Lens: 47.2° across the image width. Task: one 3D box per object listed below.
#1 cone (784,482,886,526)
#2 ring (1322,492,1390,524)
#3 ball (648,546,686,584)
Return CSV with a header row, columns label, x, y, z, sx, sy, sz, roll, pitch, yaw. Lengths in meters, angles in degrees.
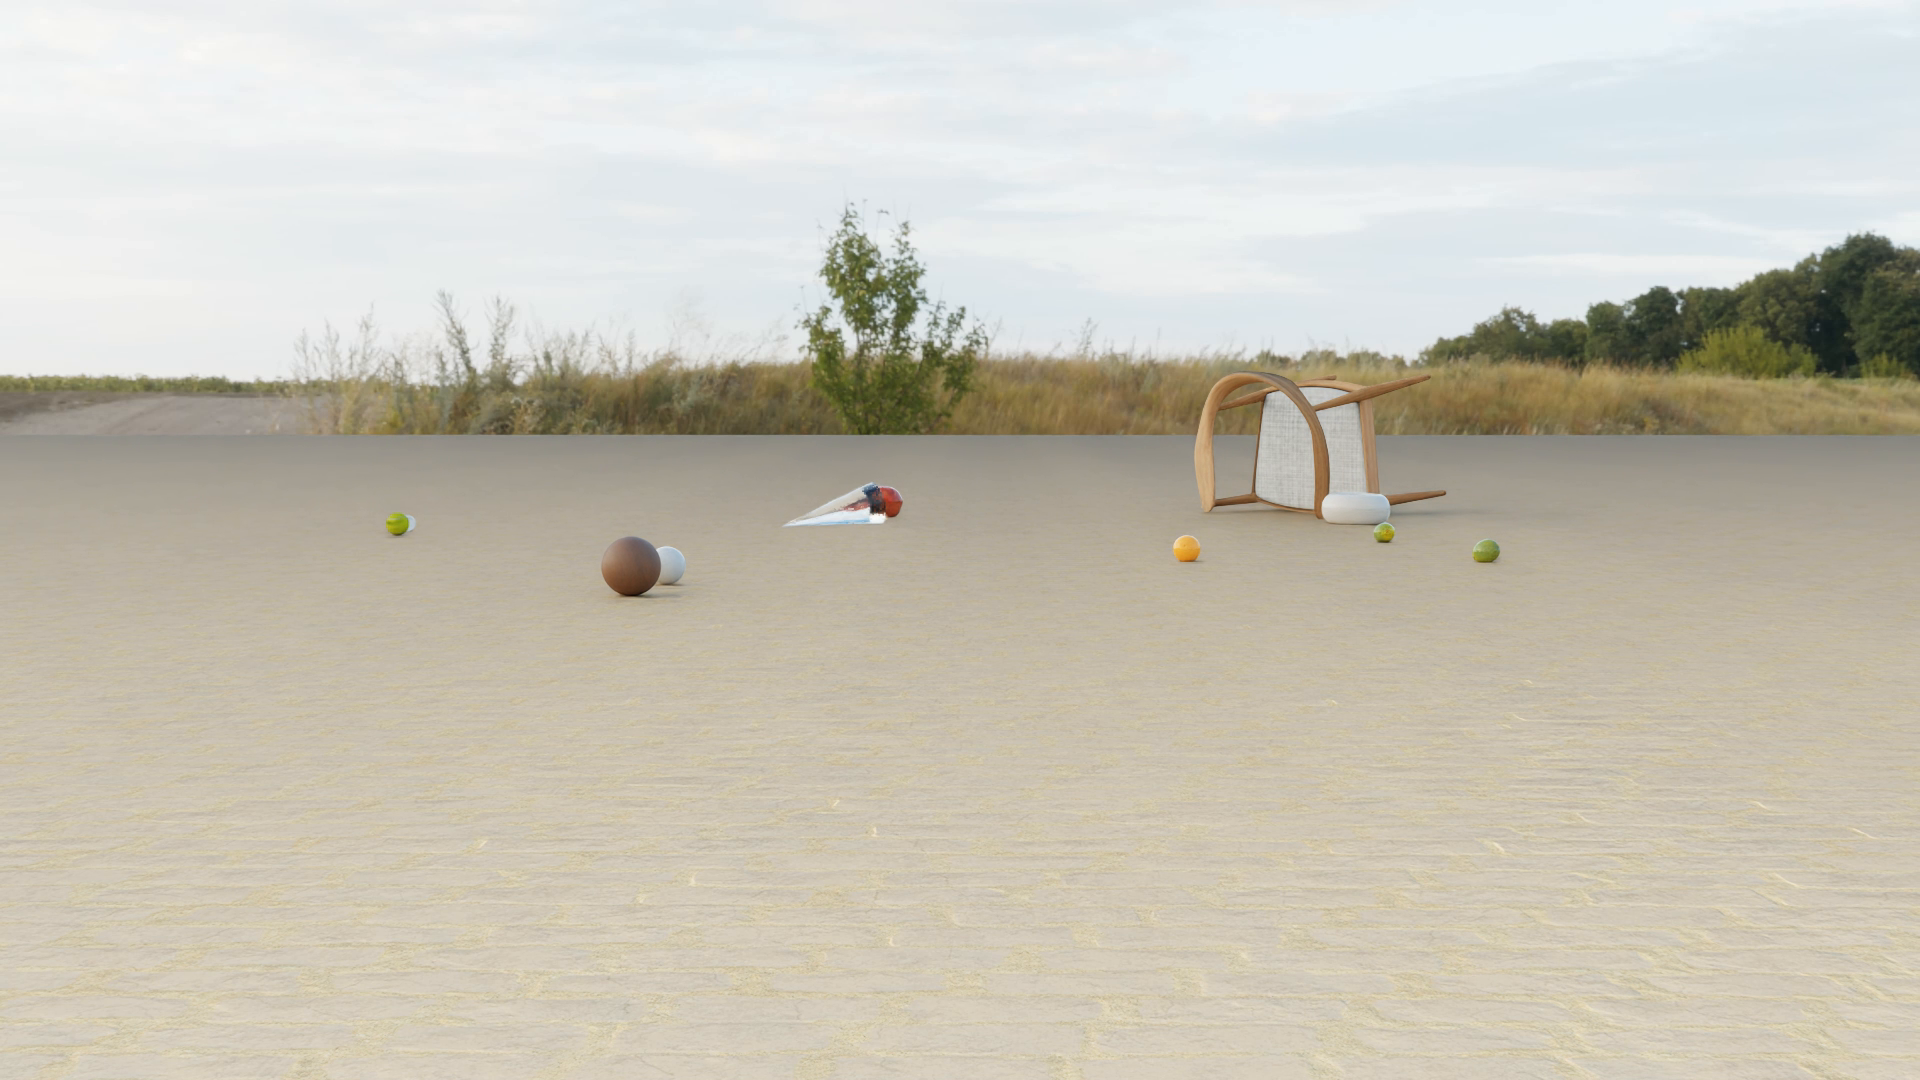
label,x,y,z,sx,sy,sz,roll,pitch,yaw
cone,-0.434,-0.084,7.276,0.345,0.138,0.162,-15,10,-25
ring,1.319,-0.104,7.325,0.226,0.101,0.170,2,6,13
ball,-0.673,0.059,5.049,0.088,0.088,0.088,0,4,0
